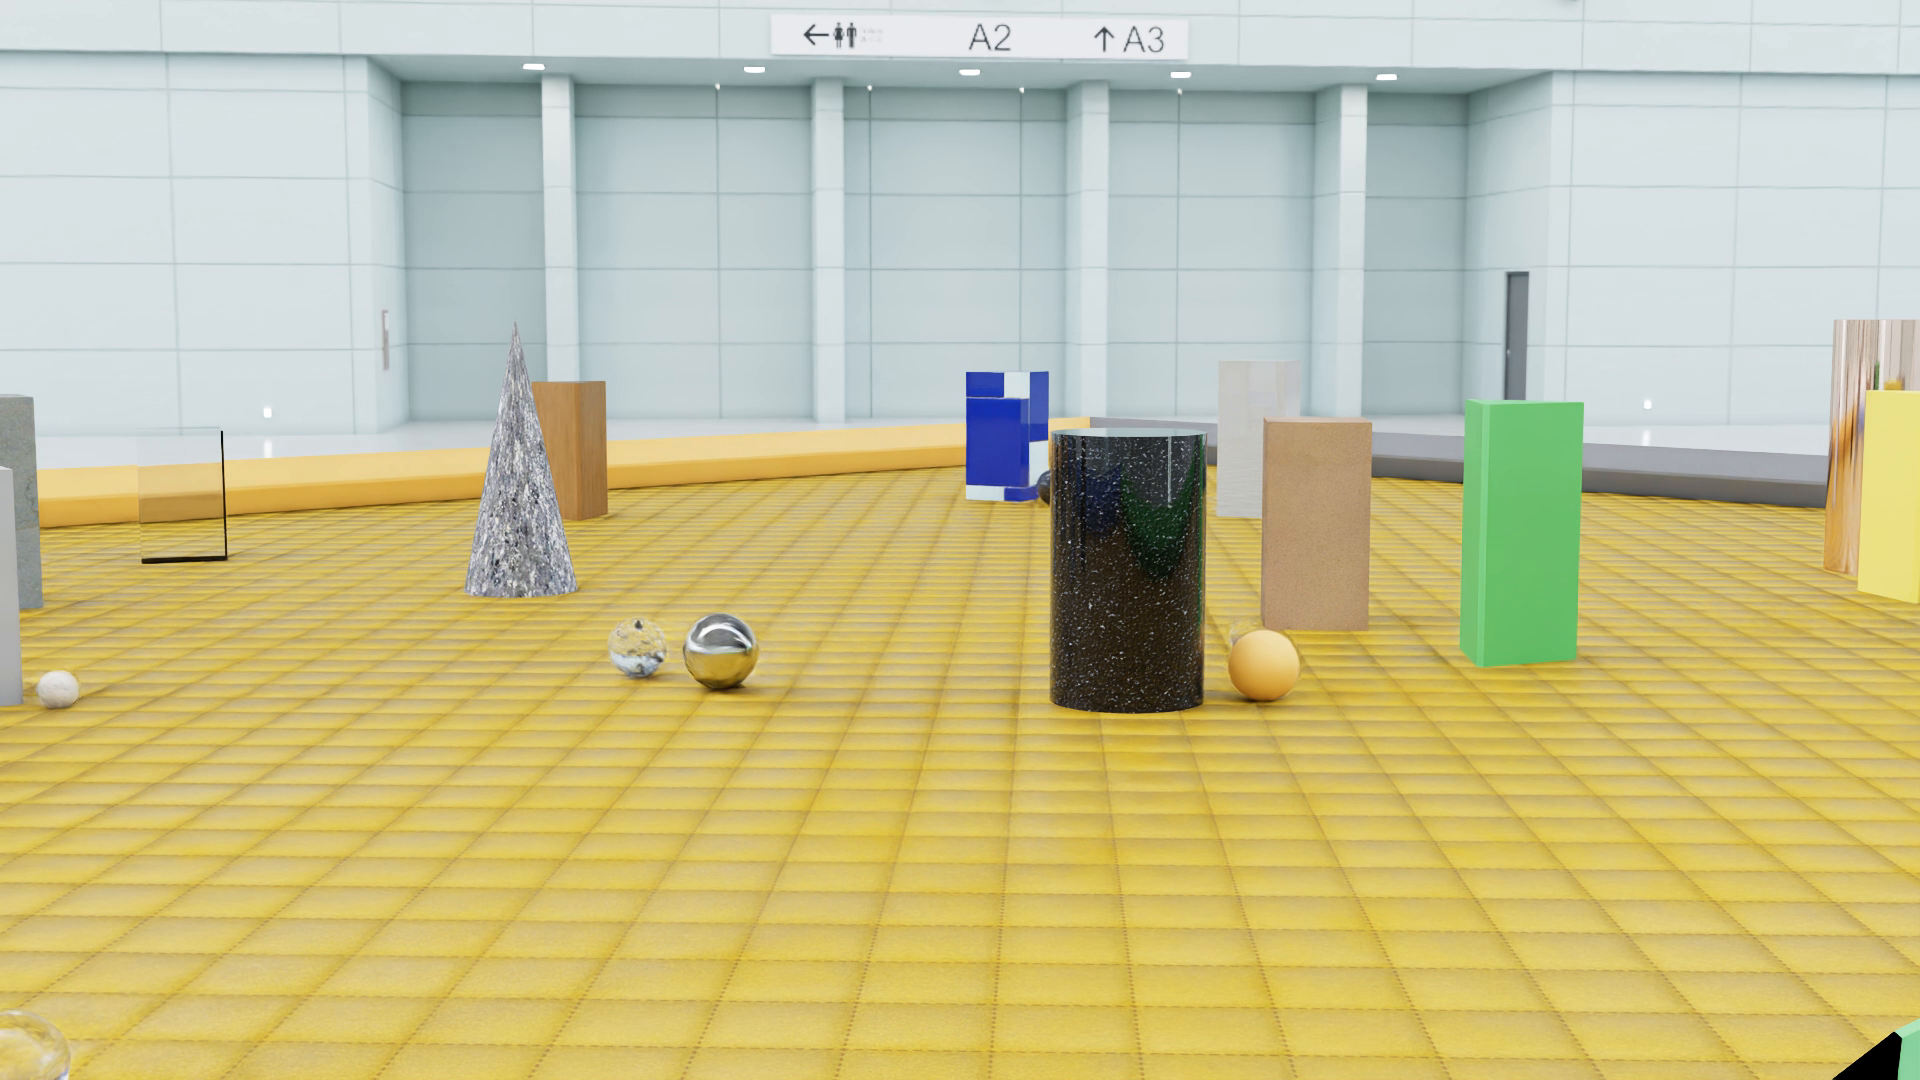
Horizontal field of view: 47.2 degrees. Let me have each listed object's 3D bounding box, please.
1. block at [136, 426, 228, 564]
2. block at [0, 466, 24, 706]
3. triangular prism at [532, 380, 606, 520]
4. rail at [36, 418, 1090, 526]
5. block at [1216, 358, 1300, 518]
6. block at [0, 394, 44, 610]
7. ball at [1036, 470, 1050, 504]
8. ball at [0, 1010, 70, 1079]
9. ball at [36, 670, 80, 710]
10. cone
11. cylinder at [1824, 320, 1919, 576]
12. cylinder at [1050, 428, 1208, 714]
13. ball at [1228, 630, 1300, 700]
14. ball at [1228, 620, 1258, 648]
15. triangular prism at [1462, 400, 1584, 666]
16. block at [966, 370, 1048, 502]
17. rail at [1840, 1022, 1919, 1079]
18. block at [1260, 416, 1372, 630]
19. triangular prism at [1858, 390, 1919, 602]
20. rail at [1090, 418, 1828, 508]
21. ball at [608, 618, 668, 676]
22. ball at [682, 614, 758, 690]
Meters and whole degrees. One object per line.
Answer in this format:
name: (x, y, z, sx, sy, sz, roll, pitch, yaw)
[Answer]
block: (-1.359, -0.080, 3.837, 0.140, 0.226, 0.140, -2, 7, -21)
block: (-1.139, 0.051, 2.450, 0.140, 0.262, 0.140, -4, 8, -35)
triangular prism: (-0.792, -0.190, 4.591, 0.151, 0.281, 0.131, 6, 8, 42)
rail: (-1.347, -0.127, 4.785, 4.737, 0.113, 0.045, -6, 8, -42)
block: (0.628, -0.215, 4.618, 0.140, 0.325, 0.140, 3, 7, 22)
block: (-1.439, -0.056, 3.225, 0.140, 0.309, 0.140, -4, 7, -33)
ball: (0.209, -0.117, 4.848, 0.082, 0.082, 0.082, 0, 6, 0)
ball: (-0.517, 0.287, 1.199, 0.060, 0.060, 0.060, 0, 6, 0)
ball: (-0.992, 0.164, 2.418, 0.043, 0.043, 0.043, 0, 6, 0)
cone: (-0.683, -0.133, 3.397, 0.174, 0.424, 0.174, 0, 6, 0)
cylinder: (1.535, -0.157, 3.650, 0.174, 0.417, 0.174, 0, 6, 0)
cylinder: (0.187, 0.030, 2.462, 0.174, 0.301, 0.174, 0, 6, 0)
ball: (0.341, 0.141, 2.467, 0.080, 0.080, 0.080, 0, 6, 0)
ball: (0.364, 0.123, 2.815, 0.040, 0.040, 0.040, 0, 6, 0)
triangular prism: (0.678, -0.014, 2.771, 0.151, 0.322, 0.131, -3, 7, -25)
block: (0.108, -0.240, 5.018, 0.140, 0.289, 0.140, 3, 7, 29)
rail: (1.347, 0.186, 1.881, 4.737, 0.113, 0.045, -6, 8, -42)
block: (0.493, -0.025, 3.055, 0.140, 0.284, 0.140, 1, 6, 5)
triangular prism: (1.439, -0.071, 3.354, 0.151, 0.310, 0.131, -5, 8, -38)
rail: (1.723, -0.141, 4.914, 0.045, 0.113, 4.021, -6, 8, -42)
ball: (-0.384, 0.129, 2.626, 0.070, 0.070, 0.070, 0, 6, 0)
ball: (-0.277, 0.129, 2.545, 0.087, 0.087, 0.087, 0, 6, 0)
